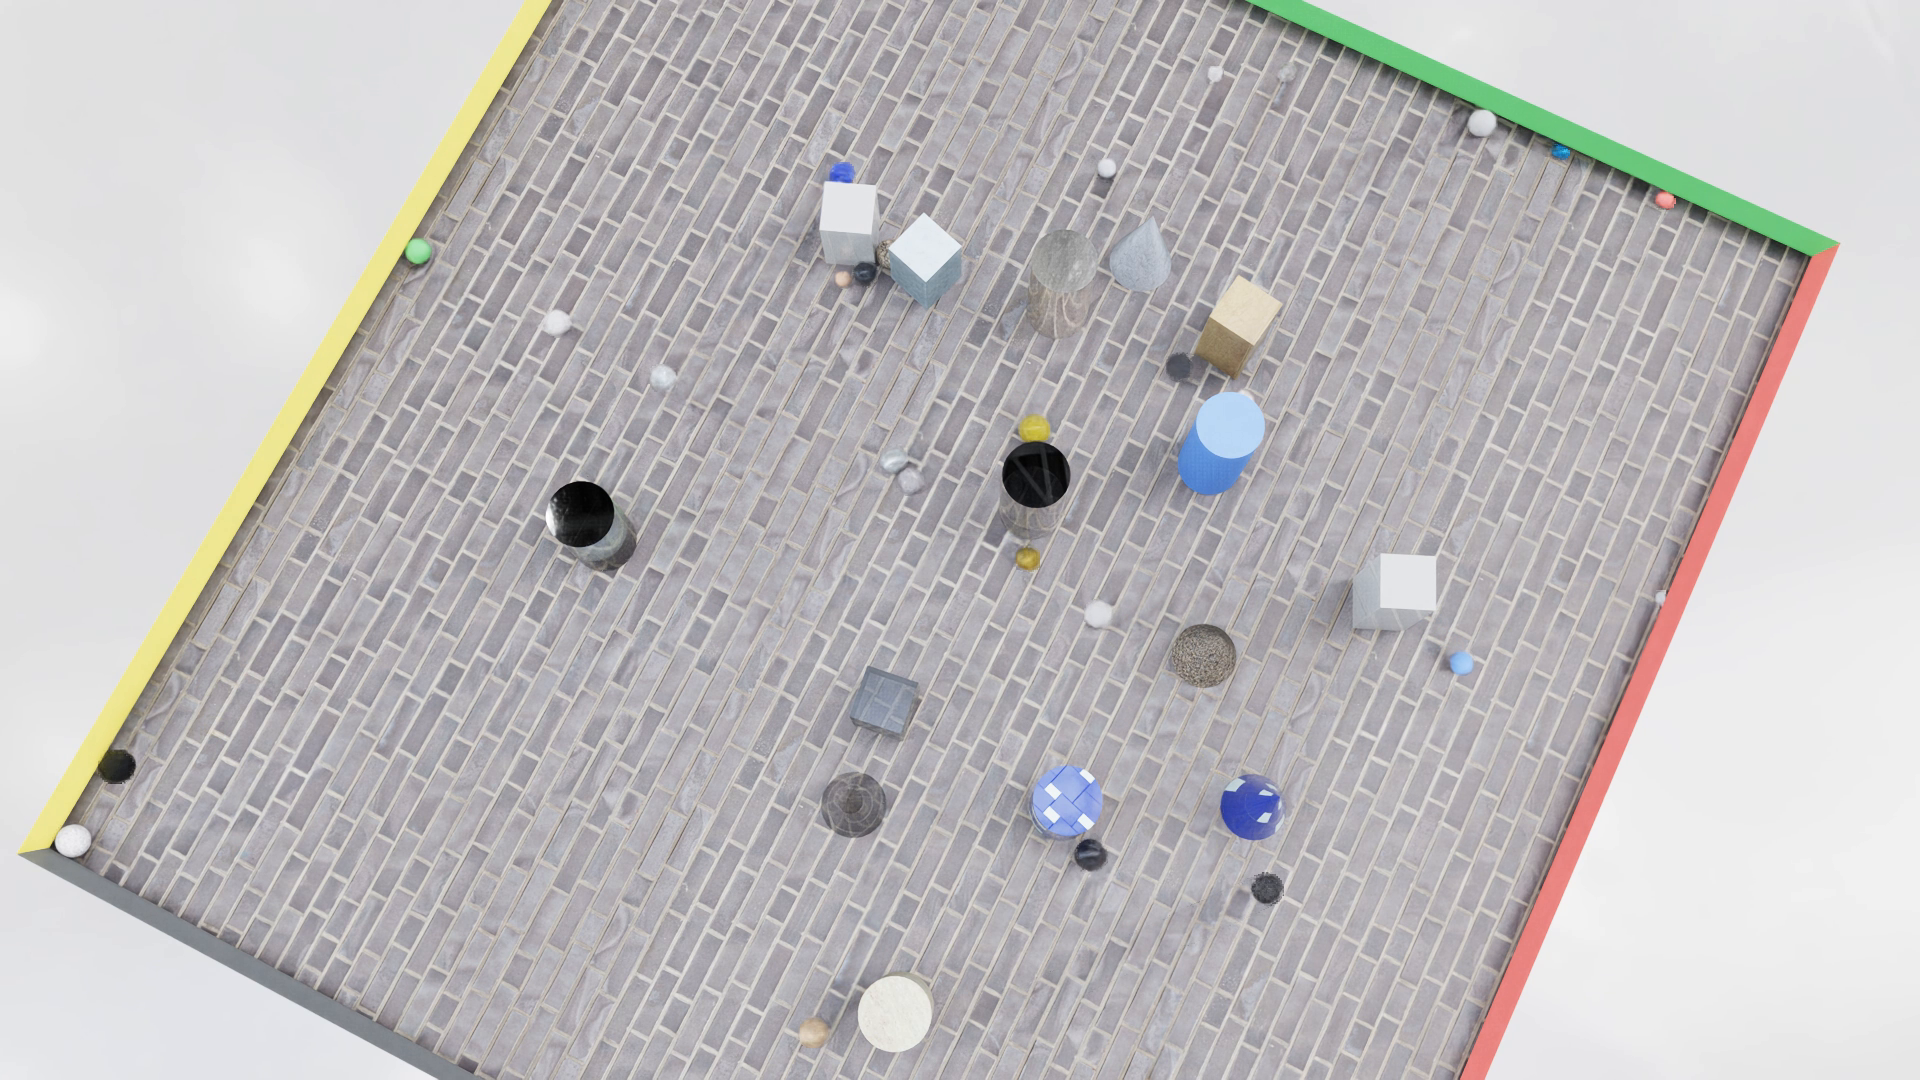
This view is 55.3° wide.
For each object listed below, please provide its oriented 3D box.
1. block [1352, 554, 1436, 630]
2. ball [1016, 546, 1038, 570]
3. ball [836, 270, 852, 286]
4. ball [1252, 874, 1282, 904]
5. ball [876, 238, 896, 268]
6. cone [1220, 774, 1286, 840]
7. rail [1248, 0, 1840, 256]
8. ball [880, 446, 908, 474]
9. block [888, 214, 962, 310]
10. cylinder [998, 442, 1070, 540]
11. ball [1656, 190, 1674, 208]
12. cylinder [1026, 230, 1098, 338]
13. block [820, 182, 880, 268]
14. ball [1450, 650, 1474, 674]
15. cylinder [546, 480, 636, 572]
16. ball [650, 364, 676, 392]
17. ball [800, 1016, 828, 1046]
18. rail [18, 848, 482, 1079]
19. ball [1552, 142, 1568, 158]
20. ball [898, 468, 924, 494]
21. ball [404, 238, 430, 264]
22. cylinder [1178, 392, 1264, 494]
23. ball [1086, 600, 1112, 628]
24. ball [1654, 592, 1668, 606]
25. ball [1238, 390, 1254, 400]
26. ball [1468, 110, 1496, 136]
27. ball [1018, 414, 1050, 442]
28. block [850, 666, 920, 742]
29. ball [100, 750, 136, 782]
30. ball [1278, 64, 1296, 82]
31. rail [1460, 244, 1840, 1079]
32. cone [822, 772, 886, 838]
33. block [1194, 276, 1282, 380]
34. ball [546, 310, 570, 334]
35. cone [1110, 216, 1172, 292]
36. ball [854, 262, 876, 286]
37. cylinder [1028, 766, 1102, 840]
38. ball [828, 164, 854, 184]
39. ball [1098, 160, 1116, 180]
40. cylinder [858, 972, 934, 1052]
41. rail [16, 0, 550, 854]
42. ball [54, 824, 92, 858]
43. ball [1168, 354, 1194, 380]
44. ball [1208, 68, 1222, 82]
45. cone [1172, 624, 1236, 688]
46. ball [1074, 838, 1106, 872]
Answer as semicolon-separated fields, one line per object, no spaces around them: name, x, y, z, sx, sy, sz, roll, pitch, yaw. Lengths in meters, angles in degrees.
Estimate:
block;1.273;0.157;5.391;0.156;0.378;0.156;3;78;1
ball;0.203;0.056;5.568;0.071;0.071;0.071;0;78;0
ball;-0.365;-0.821;5.762;0.049;0.049;0.049;0;78;0
ball;0.897;1.022;5.362;0.084;0.084;0.084;0;78;0
ball;-0.219;-0.899;5.756;0.092;0.092;0.092;0;78;0
cone;0.872;0.748;5.224;0.196;0.467;0.196;0;78;0
rail;0.909;-1.773;5.918;4.048;0.127;0.045;26;80;5
ball;-0.202;-0.246;5.625;0.083;0.083;0.083;0;78;0
block;-0.106;-0.857;5.660;0.156;0.263;0.156;43;81;8
cylinder;0.217;-0.141;5.420;0.196;0.442;0.196;0;78;0
ball;2.235;-1.082;5.813;0.054;0.054;0.054;0;78;0
cylinder;0.305;-0.770;5.555;0.196;0.433;0.196;0;78;0
block;-0.338;-0.974;5.672;0.156;0.286;0.156;5;78;1
ball;1.506;0.368;5.505;0.070;0.070;0.070;0;78;0
cylinder;-1.088;-0.037;5.434;0.196;0.372;0.196;0;78;0
ball;-0.919;-0.502;5.679;0.081;0.081;0.081;0;78;0
ball;-0.420;1.417;5.280;0.084;0.084;0.084;0;78;0
rail;-0.909;1.787;5.181;4.048;0.127;0.045;26;80;5
ball;1.914;-1.244;5.849;0.049;0.049;0.049;0;78;0
ball;-0.150;-0.182;5.613;0.081;0.081;0.081;0;78;0
ball;-1.706;-0.908;5.765;0.078;0.078;0.078;0;78;0
cylinder;0.770;-0.281;5.441;0.196;0.458;0.196;0;78;0
ball;0.420;0.225;5.528;0.083;0.083;0.083;0;78;0
ball;2.130;0.177;5.558;0.043;0.043;0.043;0;78;0
ball;0.872;-0.423;5.665;0.077;0.077;0.077;0;78;0
ball;1.665;-1.331;5.848;0.086;0.086;0.086;0;78;0
ball;0.229;-0.340;5.637;0.098;0.098;0.098;0;78;0
block;-0.219;0.484;5.395;0.156;0.237;0.156;18;79;4
ball;-2.496;0.670;5.429;0.097;0.097;0.097;0;78;0
ball;1.052;-1.502;5.898;0.057;0.057;0.057;0;78;0
rail;1.789;0.883;5.368;0.045;0.127;4.112;26;80;5
cone;-0.316;0.758;5.307;0.196;0.298;0.196;0;78;0
block;0.843;-0.641;5.568;0.156;0.354;0.156;35;80;7
ball;-1.254;-0.679;5.718;0.077;0.077;0.077;0;78;0
cone;0.571;-0.919;5.607;0.196;0.390;0.196;0;78;0
ball;-0.299;-0.836;5.754;0.071;0.071;0.071;0;78;0
cylinder;0.302;0.763;5.294;0.196;0.323;0.196;0;78;0
ball;-0.378;-1.156;5.816;0.078;0.078;0.078;0;78;0
ball;0.467;-1.179;5.830;0.060;0.060;0.060;0;78;0
cylinder;-0.174;1.308;5.104;0.196;0.473;0.196;0;78;0
rail;-1.789;-0.869;5.731;0.045;0.127;4.112;26;80;5
ball;-2.606;0.884;5.384;0.096;0.096;0.096;0;78;0
ball;0.684;-0.538;5.687;0.080;0.080;0.080;0;78;0
ball;0.821;-1.499;5.903;0.047;0.047;0.047;0;78;0
cone;0.738;0.313;5.362;0.196;0.372;0.196;0;78;0
ball;0.382;0.924;5.378;0.093;0.093;0.093;0;78;0
